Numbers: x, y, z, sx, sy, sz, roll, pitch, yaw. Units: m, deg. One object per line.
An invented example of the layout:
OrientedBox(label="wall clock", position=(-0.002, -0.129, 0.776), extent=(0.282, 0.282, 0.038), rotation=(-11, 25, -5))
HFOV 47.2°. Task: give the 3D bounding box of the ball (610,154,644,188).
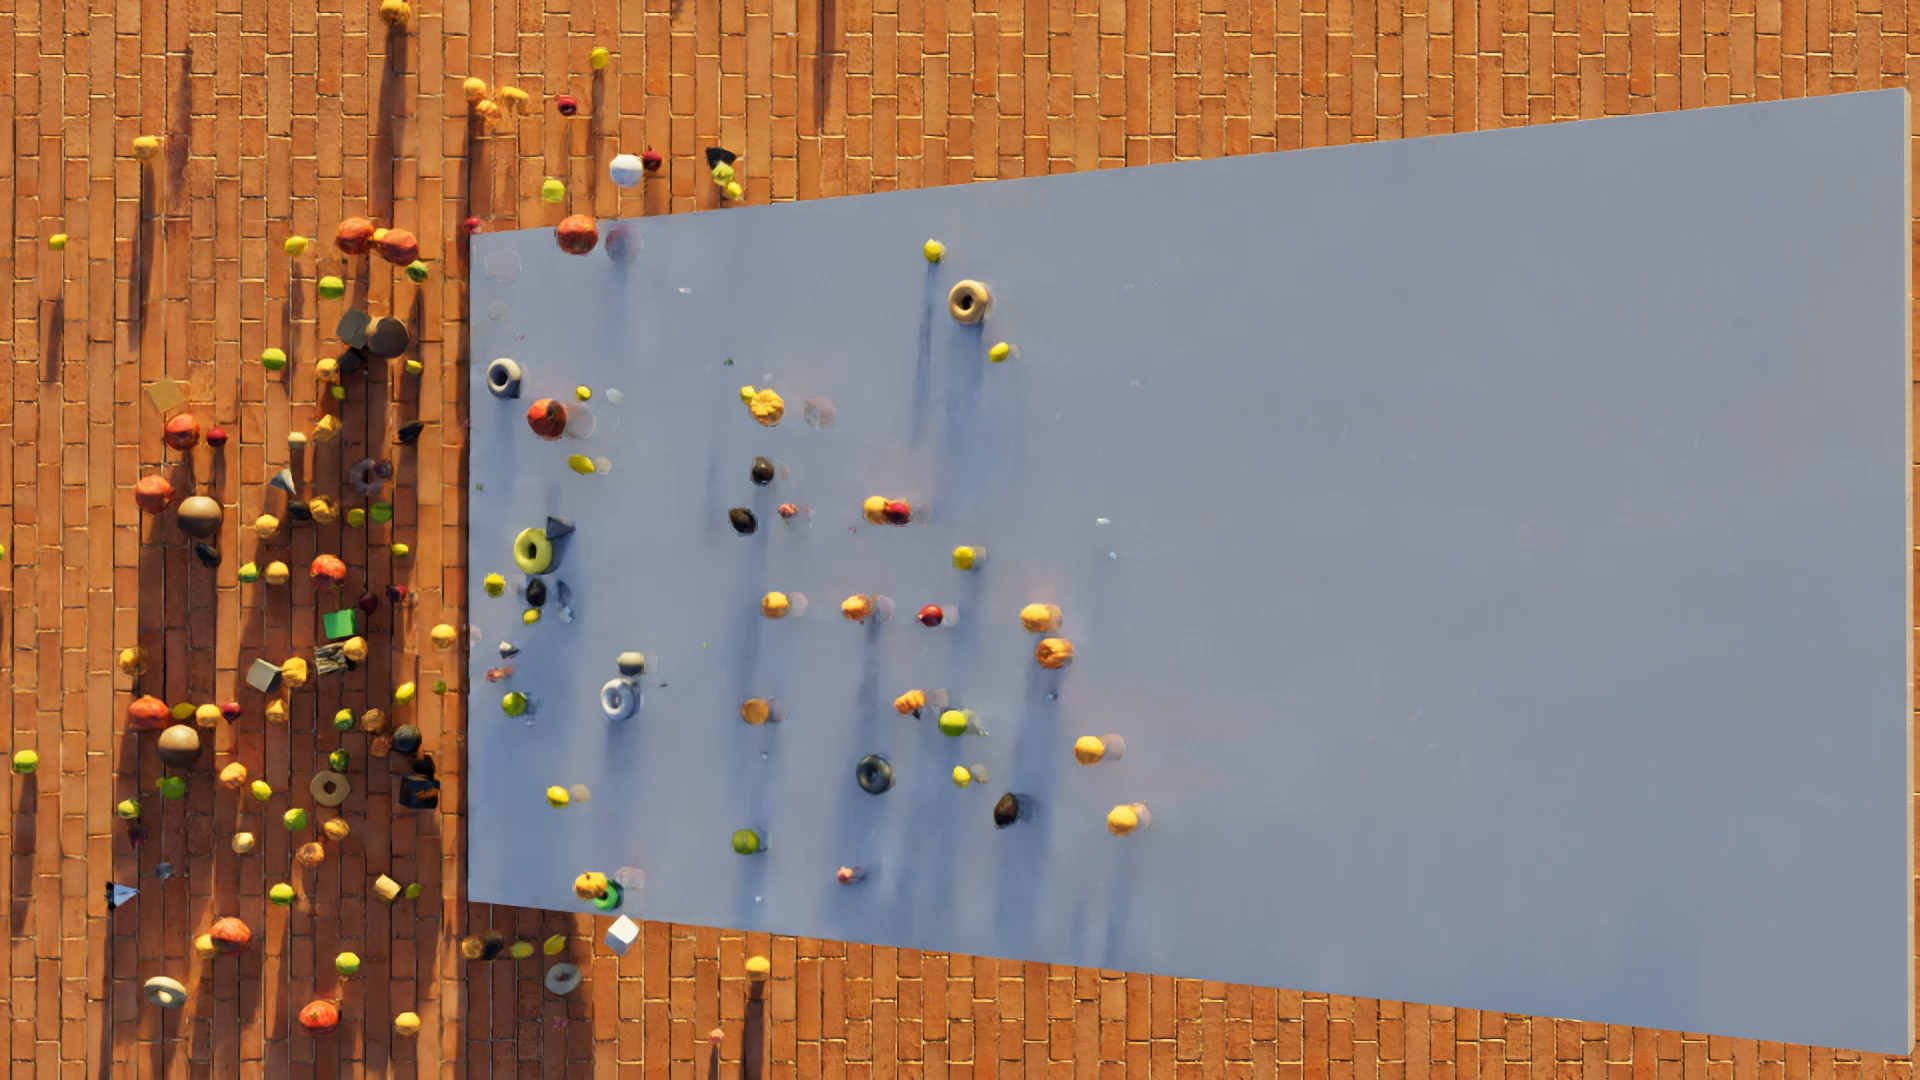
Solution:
OrientedBox(label="ball", position=(-0.958, -1.059, 6.307), extent=(0.096, 0.096, 0.096), rotation=(0, 89, 0))

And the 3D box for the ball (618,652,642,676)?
OrientedBox(label="ball", position=(-0.935, 0.352, 6.234), extent=(0.070, 0.070, 0.070), rotation=(0, 89, 0))

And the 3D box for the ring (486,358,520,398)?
OrientedBox(label="ring", position=(-1.351, -0.478, 6.511), extent=(0.120, 0.040, 0.120), rotation=(0, 91, 30))

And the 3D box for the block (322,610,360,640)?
OrientedBox(label="block", position=(-1.871, 0.255, 6.648), extent=(0.077, 0.077, 0.077), rotation=(-11, 89, 0))

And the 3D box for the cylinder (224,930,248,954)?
OrientedBox(label="cylinder", position=(-2.190, 1.216, 6.650), extent=(0.052, 0.052, 0.052), rotation=(37, 90, -3))

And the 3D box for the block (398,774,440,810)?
OrientedBox(label="block", position=(-1.627, 0.759, 6.618), extent=(0.086, 0.086, 0.086), rotation=(7, 92, -35))

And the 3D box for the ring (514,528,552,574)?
OrientedBox(label="ring", position=(-1.250, 0.034, 6.442), extent=(0.137, 0.046, 0.137), rotation=(-1, 89, 32))

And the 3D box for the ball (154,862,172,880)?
OrientedBox(label="ball", position=(-2.410, 1.000, 6.654), extent=(0.050, 0.050, 0.050), rotation=(0, 89, 0))

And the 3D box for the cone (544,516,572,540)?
OrientedBox(label="cone", position=(-1.161, -0.032, 6.396), extent=(0.071, 0.071, 0.071), rotation=(2, 89, 9))

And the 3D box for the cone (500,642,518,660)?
OrientedBox(label="cone", position=(-1.324, 0.325, 6.496), extent=(0.053, 0.053, 0.053), rotation=(-2, 89, 4))

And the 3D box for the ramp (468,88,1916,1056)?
OrientedBox(label="ramp", position=(0.266, 0.073, 5.614), extent=(4.000, 0.100, 2.000), rotation=(0, 89, 31))

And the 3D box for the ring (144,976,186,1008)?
OrientedBox(label="ring", position=(-2.383, 1.358, 6.595), extent=(0.130, 0.043, 0.130), rotation=(5, 133, 6))

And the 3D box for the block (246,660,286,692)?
OrientedBox(label="block", position=(-2.096, 0.411, 6.643), extent=(0.073, 0.073, 0.073), rotation=(28, 90, 9))

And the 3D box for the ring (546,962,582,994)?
OrientedBox(label="ring", position=(-1.195, 1.321, 6.631), extent=(0.112, 0.112, 0.037), rotation=(-10, 129, 0))

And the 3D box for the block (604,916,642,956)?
OrientedBox(label="block", position=(-0.963, 1.129, 6.272), extent=(0.068, 0.068, 0.068), rotation=(34, 134, 9))

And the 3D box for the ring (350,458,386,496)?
OrientedBox(label="ring", position=(-1.797, -0.190, 6.672), extent=(0.114, 0.038, 0.114), rotation=(0, 92, 2))

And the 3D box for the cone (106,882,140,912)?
OrientedBox(label="cone", position=(-2.526, 1.069, 6.648), extent=(0.094, 0.094, 0.094), rotation=(-8, 89, -17))

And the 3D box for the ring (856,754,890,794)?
OrientedBox(label="ring", position=(-0.229, 0.621, 5.828), extent=(0.104, 0.035, 0.104), rotation=(0, 91, 32))

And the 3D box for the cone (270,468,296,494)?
OrientedBox(label="cone", position=(-2.028, -0.163, 6.636), extent=(0.074, 0.074, 0.074), rotation=(-43, 87, 0))

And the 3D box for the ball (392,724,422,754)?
OrientedBox(label="ball", position=(-1.669, 0.602, 6.636), extent=(0.091, 0.091, 0.091), rotation=(0, 89, 0))

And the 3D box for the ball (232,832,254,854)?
OrientedBox(label="ball", position=(-2.169, 0.914, 6.648), extent=(0.064, 0.064, 0.064), rotation=(0, 89, 0))

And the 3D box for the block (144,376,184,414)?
OrientedBox(label="block", position=(-2.390, -0.435, 6.612), extent=(0.080, 0.080, 0.080), rotation=(-32, 102, -20))

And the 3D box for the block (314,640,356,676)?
OrientedBox(label="block", position=(-1.888, 0.358, 6.641), extent=(0.089, 0.089, 0.089), rotation=(-13, 89, 0))

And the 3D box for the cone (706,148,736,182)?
OrientedBox(label="cone", position=(-0.732, -1.120, 6.642), extent=(0.095, 0.095, 0.095), rotation=(11, 77, 0))

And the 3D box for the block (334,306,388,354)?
OrientedBox(label="block", position=(-1.811, -0.634, 6.644), extent=(0.099, 0.099, 0.099), rotation=(32, 90, 2))

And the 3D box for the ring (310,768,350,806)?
OrientedBox(label="ring", position=(-1.909, 0.750, 6.663), extent=(0.117, 0.039, 0.117), rotation=(0, 90, -1))

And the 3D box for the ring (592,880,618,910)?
OrientedBox(label="ring", position=(-1.019, 1.019, 6.303), extent=(0.087, 0.029, 0.087), rotation=(0, 90, 30))

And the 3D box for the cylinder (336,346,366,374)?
OrientedBox(label="cylinder", position=(-1.843, -0.543, 6.654), extent=(0.062, 0.062, 0.062), rotation=(-42, 90, 1))

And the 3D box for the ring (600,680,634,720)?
OrientedBox(label="ring", position=(-0.979, 0.456, 6.278), extent=(0.116, 0.039, 0.116), rotation=(0, 91, 32))

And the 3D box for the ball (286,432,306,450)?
OrientedBox(label="ball", position=(-2.011, -0.299, 6.664), extent=(0.055, 0.055, 0.055), rotation=(0, 89, 0))

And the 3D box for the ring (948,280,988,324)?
OrientedBox(label="ring", position=(0.021, -0.614, 5.687), extent=(0.114, 0.038, 0.114), rotation=(-1, 88, 32))

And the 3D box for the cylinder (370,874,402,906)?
OrientedBox(label="cylinder", position=(-1.733, 1.060, 6.643), extent=(0.070, 0.070, 0.070), rotation=(32, 90, 1))
